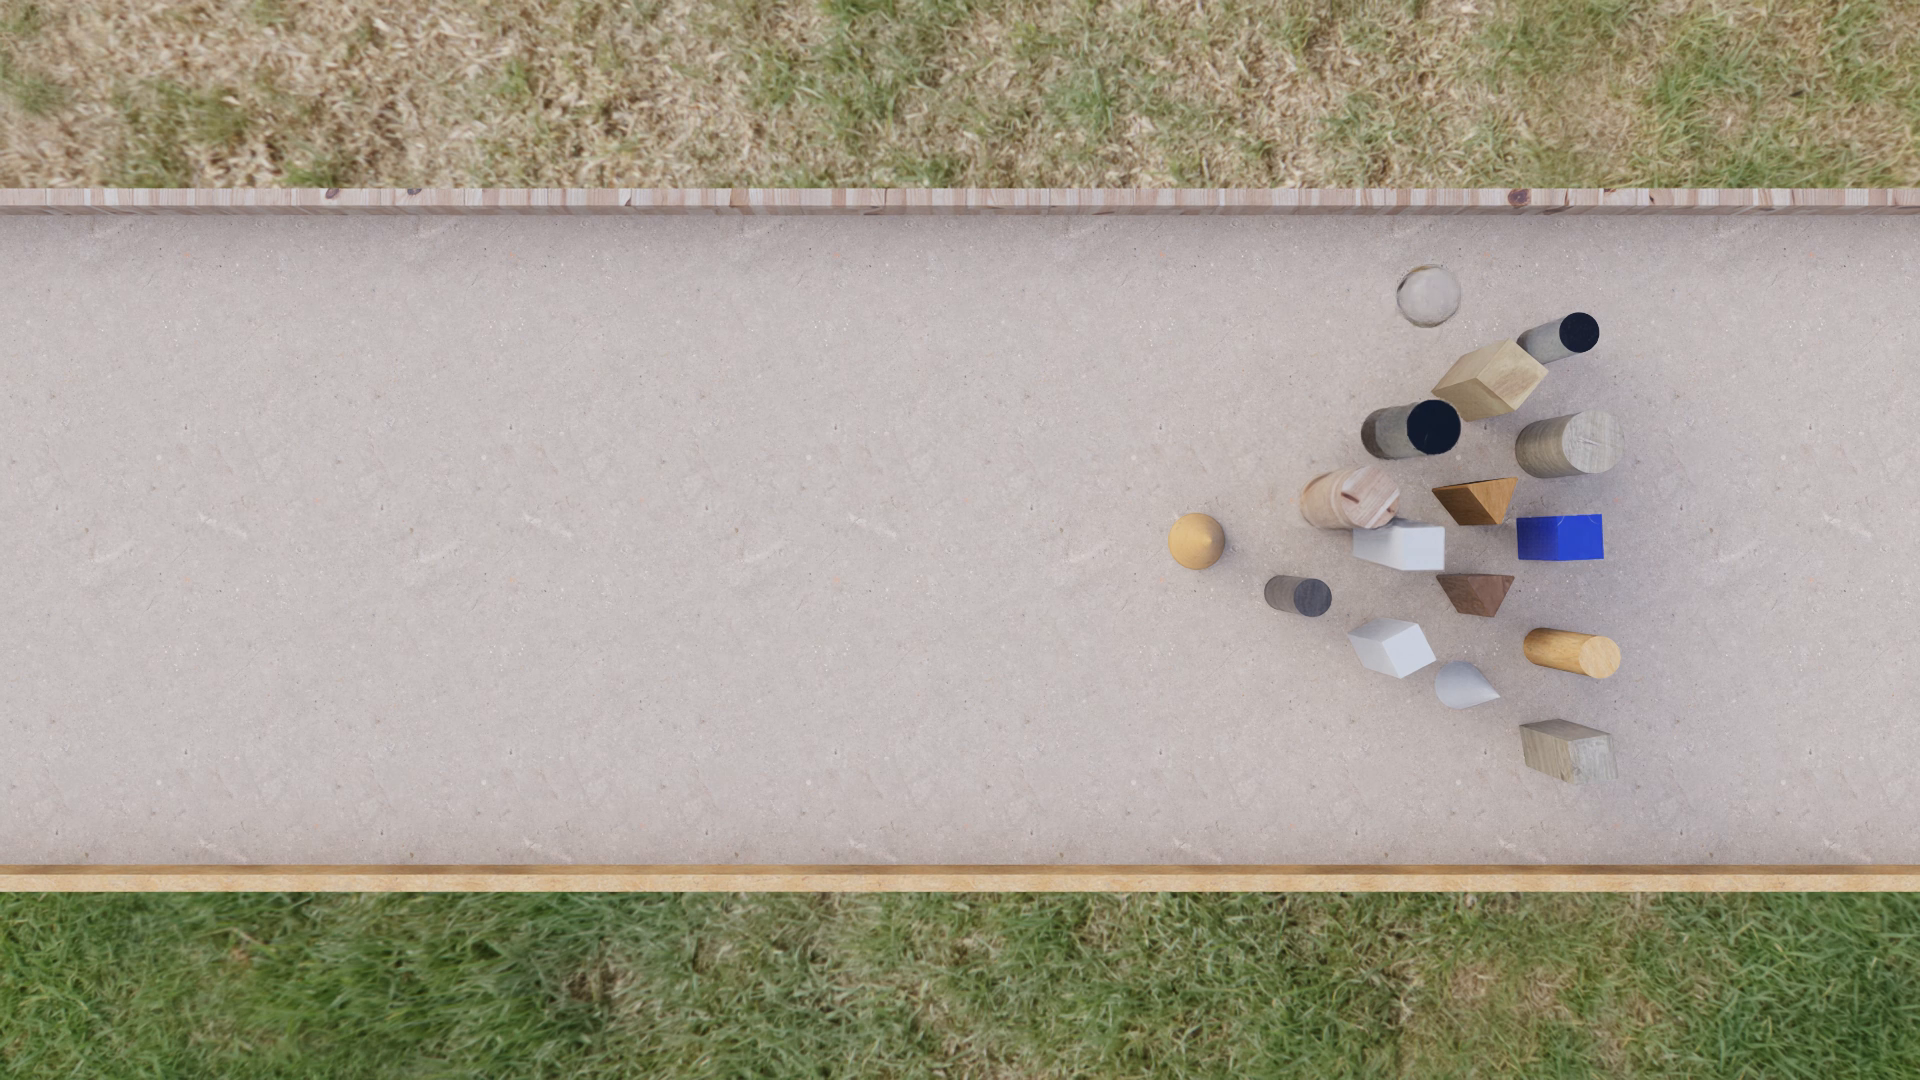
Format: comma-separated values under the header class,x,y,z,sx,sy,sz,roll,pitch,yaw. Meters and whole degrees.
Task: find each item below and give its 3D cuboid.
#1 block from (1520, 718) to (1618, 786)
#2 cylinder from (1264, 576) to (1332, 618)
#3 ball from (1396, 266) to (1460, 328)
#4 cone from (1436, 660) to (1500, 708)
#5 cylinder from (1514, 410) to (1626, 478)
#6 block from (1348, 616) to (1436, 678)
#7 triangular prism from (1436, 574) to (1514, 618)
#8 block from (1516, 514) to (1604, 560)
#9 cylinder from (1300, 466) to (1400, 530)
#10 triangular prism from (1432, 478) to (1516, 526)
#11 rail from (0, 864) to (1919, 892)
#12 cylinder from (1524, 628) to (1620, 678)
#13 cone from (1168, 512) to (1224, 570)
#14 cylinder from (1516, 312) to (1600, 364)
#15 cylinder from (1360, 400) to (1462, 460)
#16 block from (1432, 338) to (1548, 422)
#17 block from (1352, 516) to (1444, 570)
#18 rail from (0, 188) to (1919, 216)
class,x,y,z,sx,sy,sz,roll,pitch,yaw
block,1.793,0.622,4.873,0.127,0.407,0.127,-10,90,0
cylinder,0.990,0.162,4.853,0.109,0.448,0.109,0,90,0
ball,1.367,-0.711,4.816,0.182,0.182,0.182,0,90,0
cone,1.536,0.446,4.882,0.149,0.389,0.149,0,90,0
cylinder,1.798,-0.279,4.878,0.180,0.396,0.180,0,90,0
block,1.268,0.314,4.867,0.116,0.420,0.116,-27,90,0
triangular prism,1.551,0.136,4.919,0.117,0.316,0.135,-32,90,0
block,1.780,-0.007,4.904,0.129,0.345,0.129,-3,90,0
cylinder,1.150,-0.120,4.891,0.176,0.350,0.176,0,89,-8
triangular prism,1.544,-0.139,4.894,0.124,0.365,0.143,-39,90,0
rail,-2.247,1.025,5.001,12.000,0.150,0.050,0,90,0
cylinder,1.792,0.328,4.848,0.118,0.457,0.118,0,90,0
cone,0.728,0.004,4.924,0.175,0.305,0.175,0,90,0
cylinder,1.768,-0.592,4.892,0.116,0.368,0.116,0,90,0
cylinder,1.323,-0.322,4.863,0.157,0.417,0.157,0,91,-4
block,1.551,-0.465,4.852,0.146,0.448,0.146,40,90,0
block,1.288,0.006,4.867,0.120,0.399,0.120,-1,96,-7
rail,-2.247,-1.025,5.002,12.000,0.150,0.050,0,90,0
